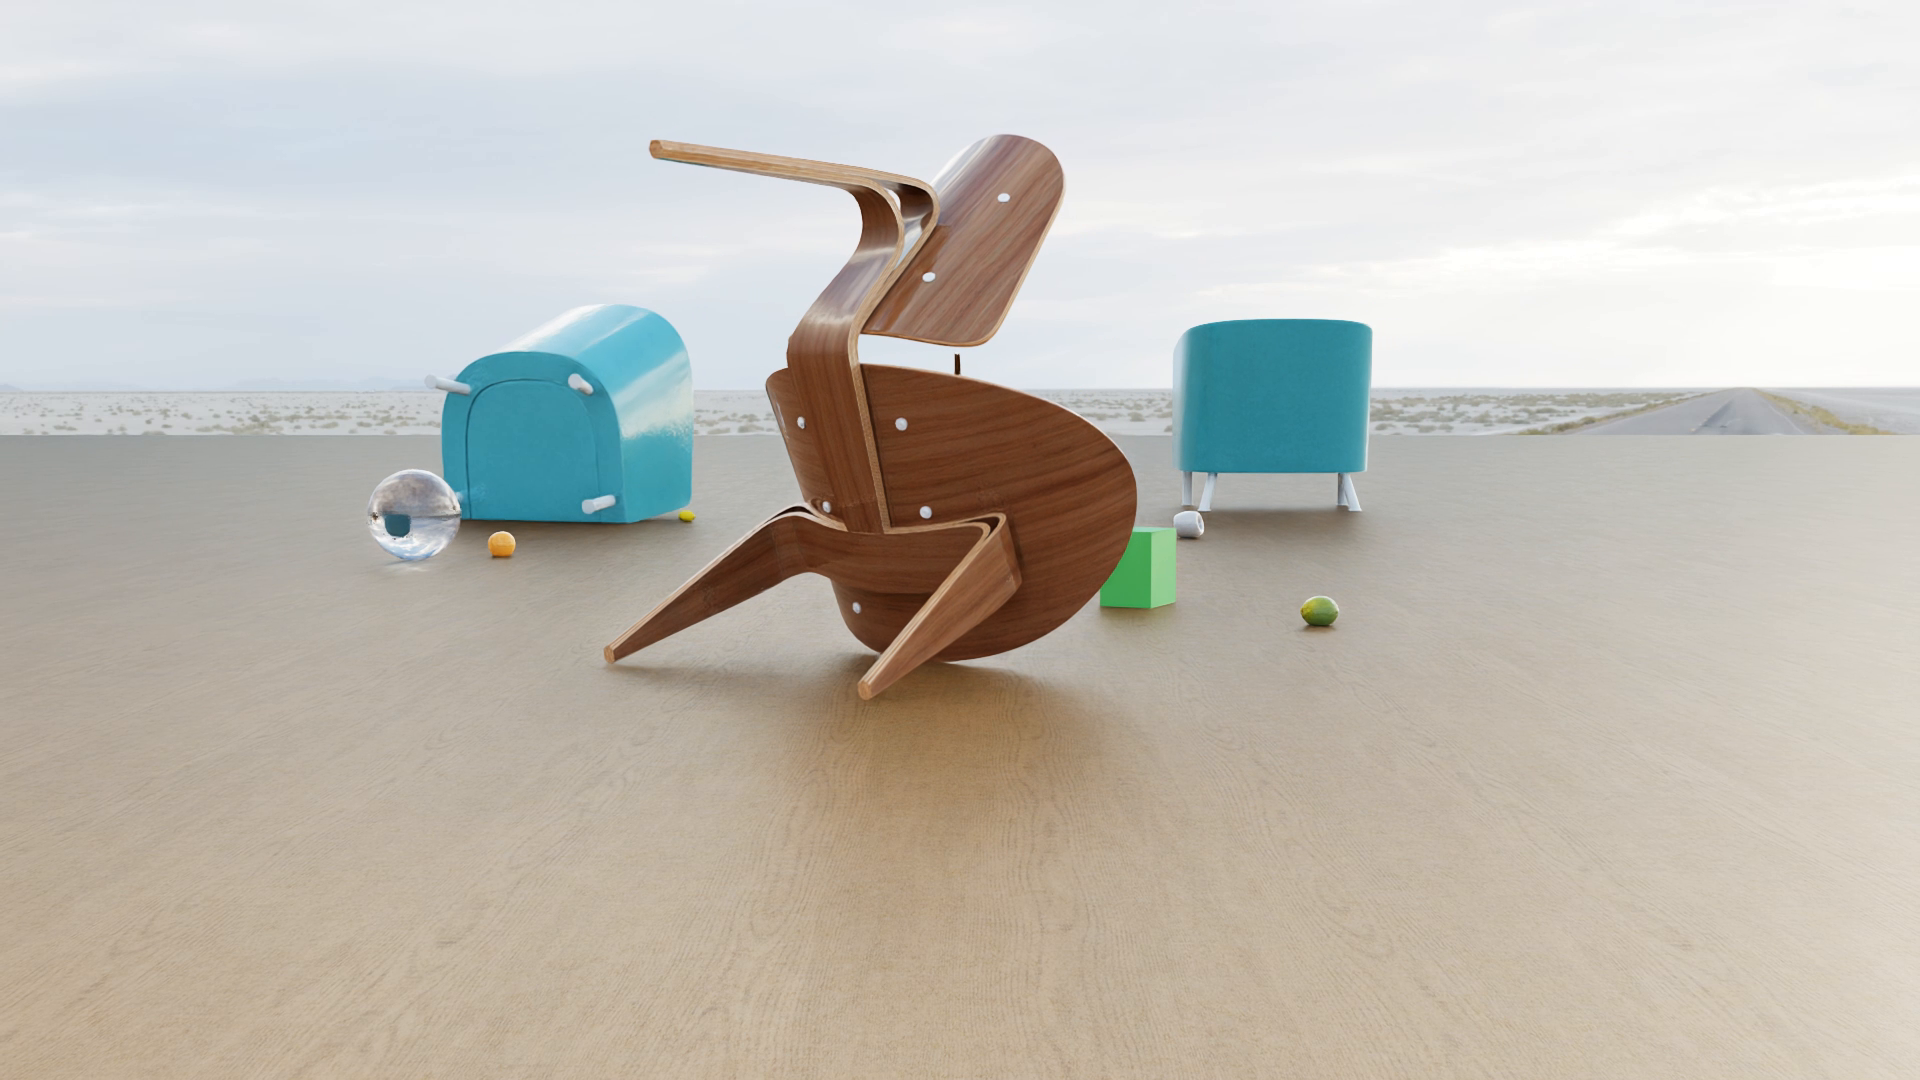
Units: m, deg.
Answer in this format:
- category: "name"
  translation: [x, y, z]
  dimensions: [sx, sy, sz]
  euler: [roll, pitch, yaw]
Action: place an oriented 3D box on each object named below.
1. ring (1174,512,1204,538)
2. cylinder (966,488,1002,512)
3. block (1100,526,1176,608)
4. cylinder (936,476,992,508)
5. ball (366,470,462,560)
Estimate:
- category: "ring"
  translation: [0.688, -0.045, 6.622]
  dimensions: [0.074, 0.083, 0.121]
  euler: [-10, -9, 18]
- category: "cylinder"
  translation: [0.089, -0.150, 8.125]
  dimensions: [0.096, 0.083, 0.107]
  euler: [0, 4, 23]
- category: "block"
  translation: [0.373, 0.056, 4.594]
  dimensions: [0.112, 0.156, 0.148]
  euler: [2, 4, 25]
- category: "cylinder"
  translation: [0.016, -0.185, 8.364]
  dimensions: [0.172, 0.113, 0.134]
  euler: [3, -31, 39]
- category: "ball"
  translation: [-1.428, -0.065, 5.752]
  dimensions: [0.239, 0.239, 0.239]
  euler: [0, 4, 0]
